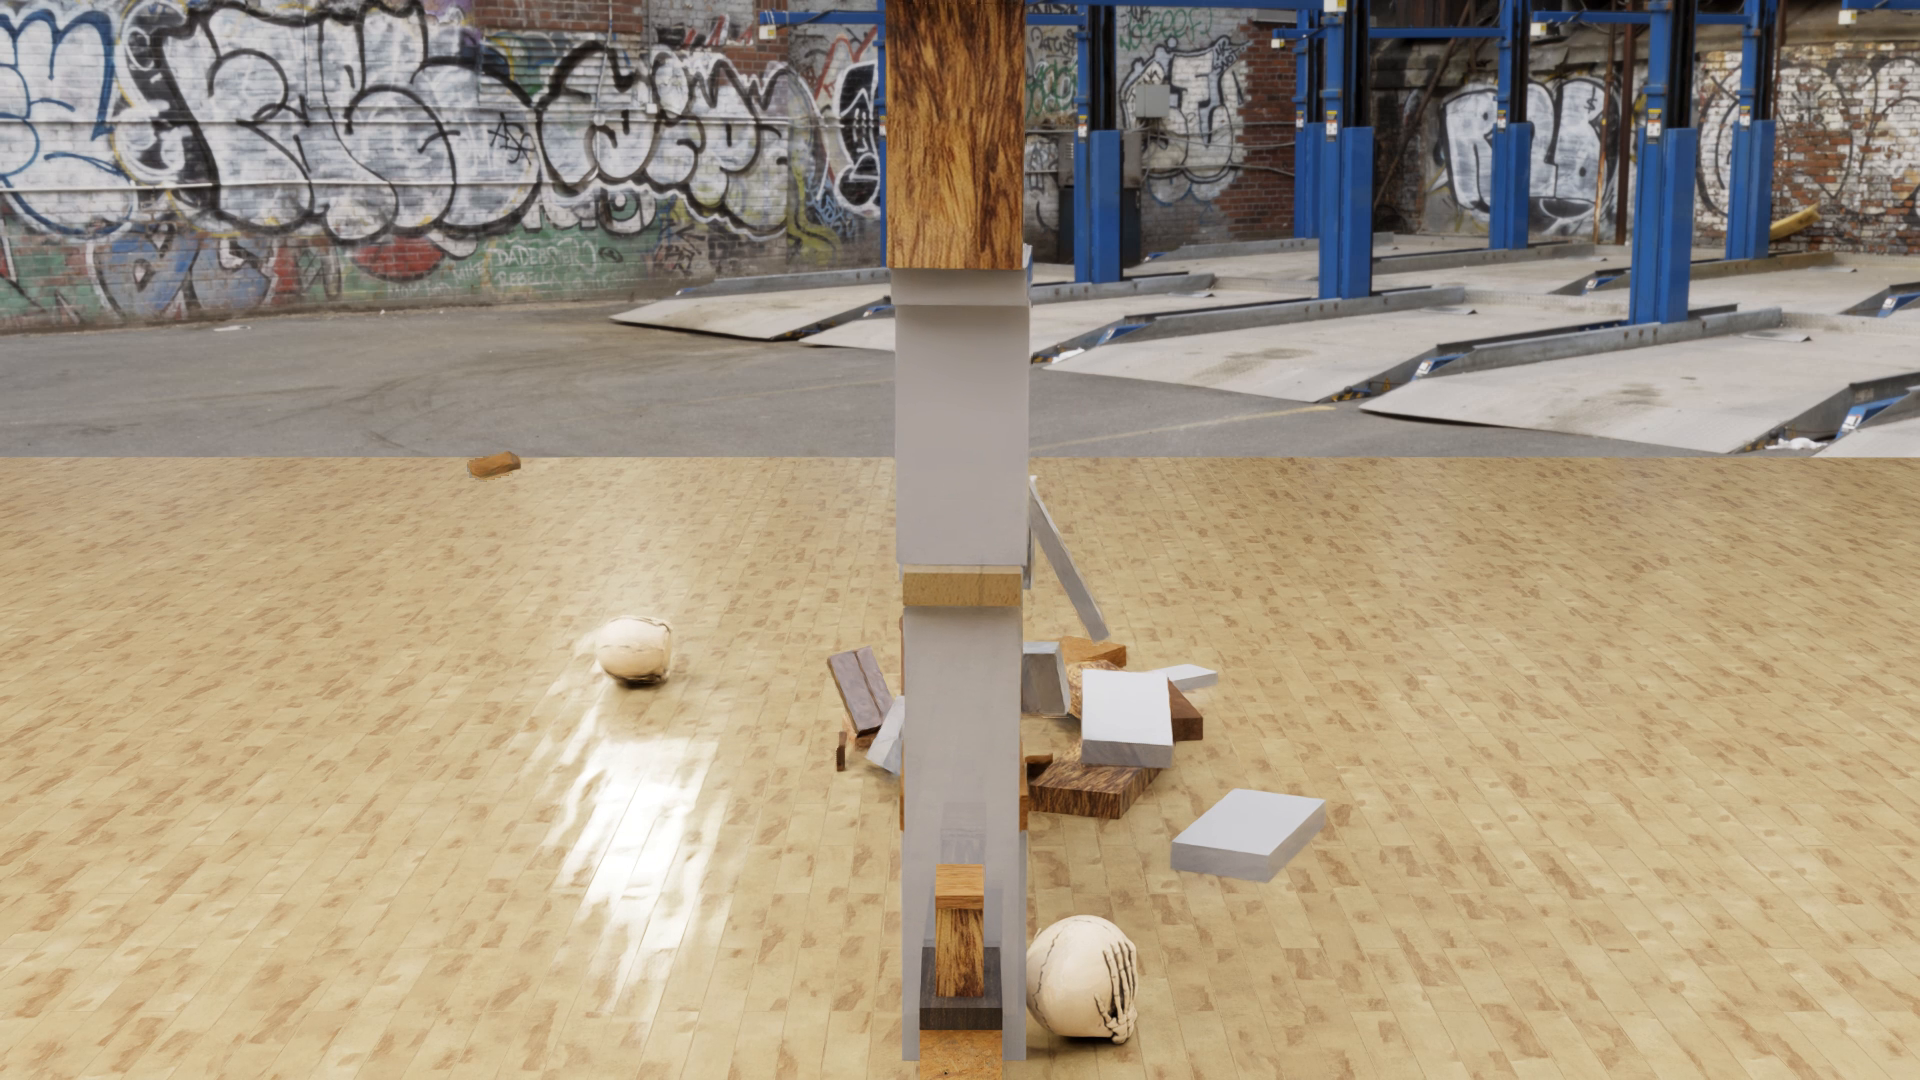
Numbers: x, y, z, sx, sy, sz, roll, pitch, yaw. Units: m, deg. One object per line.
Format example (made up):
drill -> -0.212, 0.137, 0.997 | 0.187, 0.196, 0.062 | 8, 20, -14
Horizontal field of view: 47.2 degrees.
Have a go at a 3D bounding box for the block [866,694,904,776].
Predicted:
block -> -0.119, 0.376, 4.262 | 0.040, 0.142, 0.284 | 28, -6, -6

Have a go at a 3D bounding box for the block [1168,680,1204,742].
block -> 0.399, 0.365, 4.748 | 0.174, 0.049, 0.347 | -1, 11, -7

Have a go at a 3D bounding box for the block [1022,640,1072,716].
block -> 0.062, 0.261, 4.200 | 0.284, 0.142, 0.040 | 0, 31, 20

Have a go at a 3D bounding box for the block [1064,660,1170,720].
block -> 0.298, 0.325, 4.690 | 0.174, 0.049, 0.348 | -4, 11, -18

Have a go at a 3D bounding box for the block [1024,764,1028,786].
block -> 0.011, 0.496, 3.246 | 0.170, 0.339, 0.048 | 2, 11, 9

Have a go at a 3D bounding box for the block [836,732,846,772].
block -> -0.238, 0.424, 4.417 | 0.015, 0.053, 0.105 | 3, 10, -2

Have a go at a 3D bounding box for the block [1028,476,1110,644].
block -> 0.160, -0.005, 3.949 | 0.032, 0.400, 0.113 | -27, 16, 6

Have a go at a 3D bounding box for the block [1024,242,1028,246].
block -> 0.010, -0.392, 3.625 | 0.172, 0.049, 0.344 | 1, -19, -3

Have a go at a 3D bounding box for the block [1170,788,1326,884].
block -> 0.516, 0.521, 3.906 | 0.174, 0.049, 0.347 | 5, 12, 25

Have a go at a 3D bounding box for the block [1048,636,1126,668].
block -> 0.187, 0.299, 5.103 | 0.174, 0.049, 0.459 | 8, 13, 36

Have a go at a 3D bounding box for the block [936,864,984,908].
block -> -0.001, 0.420, 2.671 | 0.058, 0.016, 0.115 | 0, 11, 0

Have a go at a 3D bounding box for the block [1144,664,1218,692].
block -> 0.481, 0.321, 5.036 | 0.205, 0.029, 0.103 | -8, 13, -35

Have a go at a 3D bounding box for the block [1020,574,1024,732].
block -> 0.009, 0.179, 2.956 | 0.145, 0.291, 0.041 | 0, 18, -1

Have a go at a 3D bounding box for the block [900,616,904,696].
block -> -0.048, 0.245, 4.626 | 0.149, 0.042, 0.298 | -11, 30, 4

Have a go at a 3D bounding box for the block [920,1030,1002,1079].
block -> 0.001, 0.675, 2.669 | 0.099, 0.198, 0.028 | 0, 11, 0

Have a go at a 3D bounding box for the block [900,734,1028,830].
block -> 0.004, 0.330, 3.079 | 0.170, 0.048, 0.339 | 0, 11, 0

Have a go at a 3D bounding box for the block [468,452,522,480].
block -> -0.988, -0.158, 4.681 | 0.088, 0.025, 0.176 | -16, 0, -5

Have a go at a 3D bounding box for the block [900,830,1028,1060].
block -> 0.005, 0.541, 3.002 | 0.170, 0.339, 0.048 | 0, 11, 0

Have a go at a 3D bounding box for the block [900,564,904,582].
block -> -0.006, 0.050, 3.557 | 0.170, 0.048, 0.339 | 1, -3, 1

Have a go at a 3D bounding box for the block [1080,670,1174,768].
block -> 0.329, 0.353, 4.384 | 0.174, 0.049, 0.348 | 4, 20, 2

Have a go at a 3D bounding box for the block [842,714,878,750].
block -> -0.188, 0.401, 4.615 | 0.093, 0.026, 0.186 | -2, 11, -11

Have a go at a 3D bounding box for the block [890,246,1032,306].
block -> 0.007, -0.339, 2.793 | 0.163, 0.046, 0.327 | 1, 12, 3

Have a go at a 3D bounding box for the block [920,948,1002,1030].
block -> 0.001, 0.552, 2.714 | 0.099, 0.028, 0.198 | 0, 11, 0

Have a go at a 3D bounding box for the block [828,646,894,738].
block -> -0.200, 0.314, 4.566 | 0.093, 0.026, 0.186 | -13, 59, -20

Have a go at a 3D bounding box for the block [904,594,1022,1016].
block -> 0.003, 0.341, 2.801 | 0.145, 0.550, 0.041 | 0, 13, 1

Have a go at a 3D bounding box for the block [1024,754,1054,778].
block -> 0.141, 0.441, 4.284 | 0.053, 0.015, 0.105 | -3, -20, -17

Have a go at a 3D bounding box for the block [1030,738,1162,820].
block -> 0.267, 0.457, 4.248 | 0.174, 0.049, 0.347 | 4, 11, 18

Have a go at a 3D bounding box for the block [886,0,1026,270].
block -> -0.005, -0.483, 2.588 | 0.161, 0.322, 0.046 | 1, 13, 2

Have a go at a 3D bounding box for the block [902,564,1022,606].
block -> 0.006, 0.032, 2.836 | 0.145, 0.041, 0.291 | 1, 11, 2

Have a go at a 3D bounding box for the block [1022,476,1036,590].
block -> 0.083, -0.019, 4.118 | 0.112, 0.225, 0.032 | 8, 29, 15

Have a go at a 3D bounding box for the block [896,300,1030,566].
block -> 0.003, -0.133, 2.724 | 0.163, 0.327, 0.046 | 1, 12, 3

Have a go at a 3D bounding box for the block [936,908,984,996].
block -> -0.001, 0.492, 2.645 | 0.058, 0.115, 0.016 | 0, 11, 0
